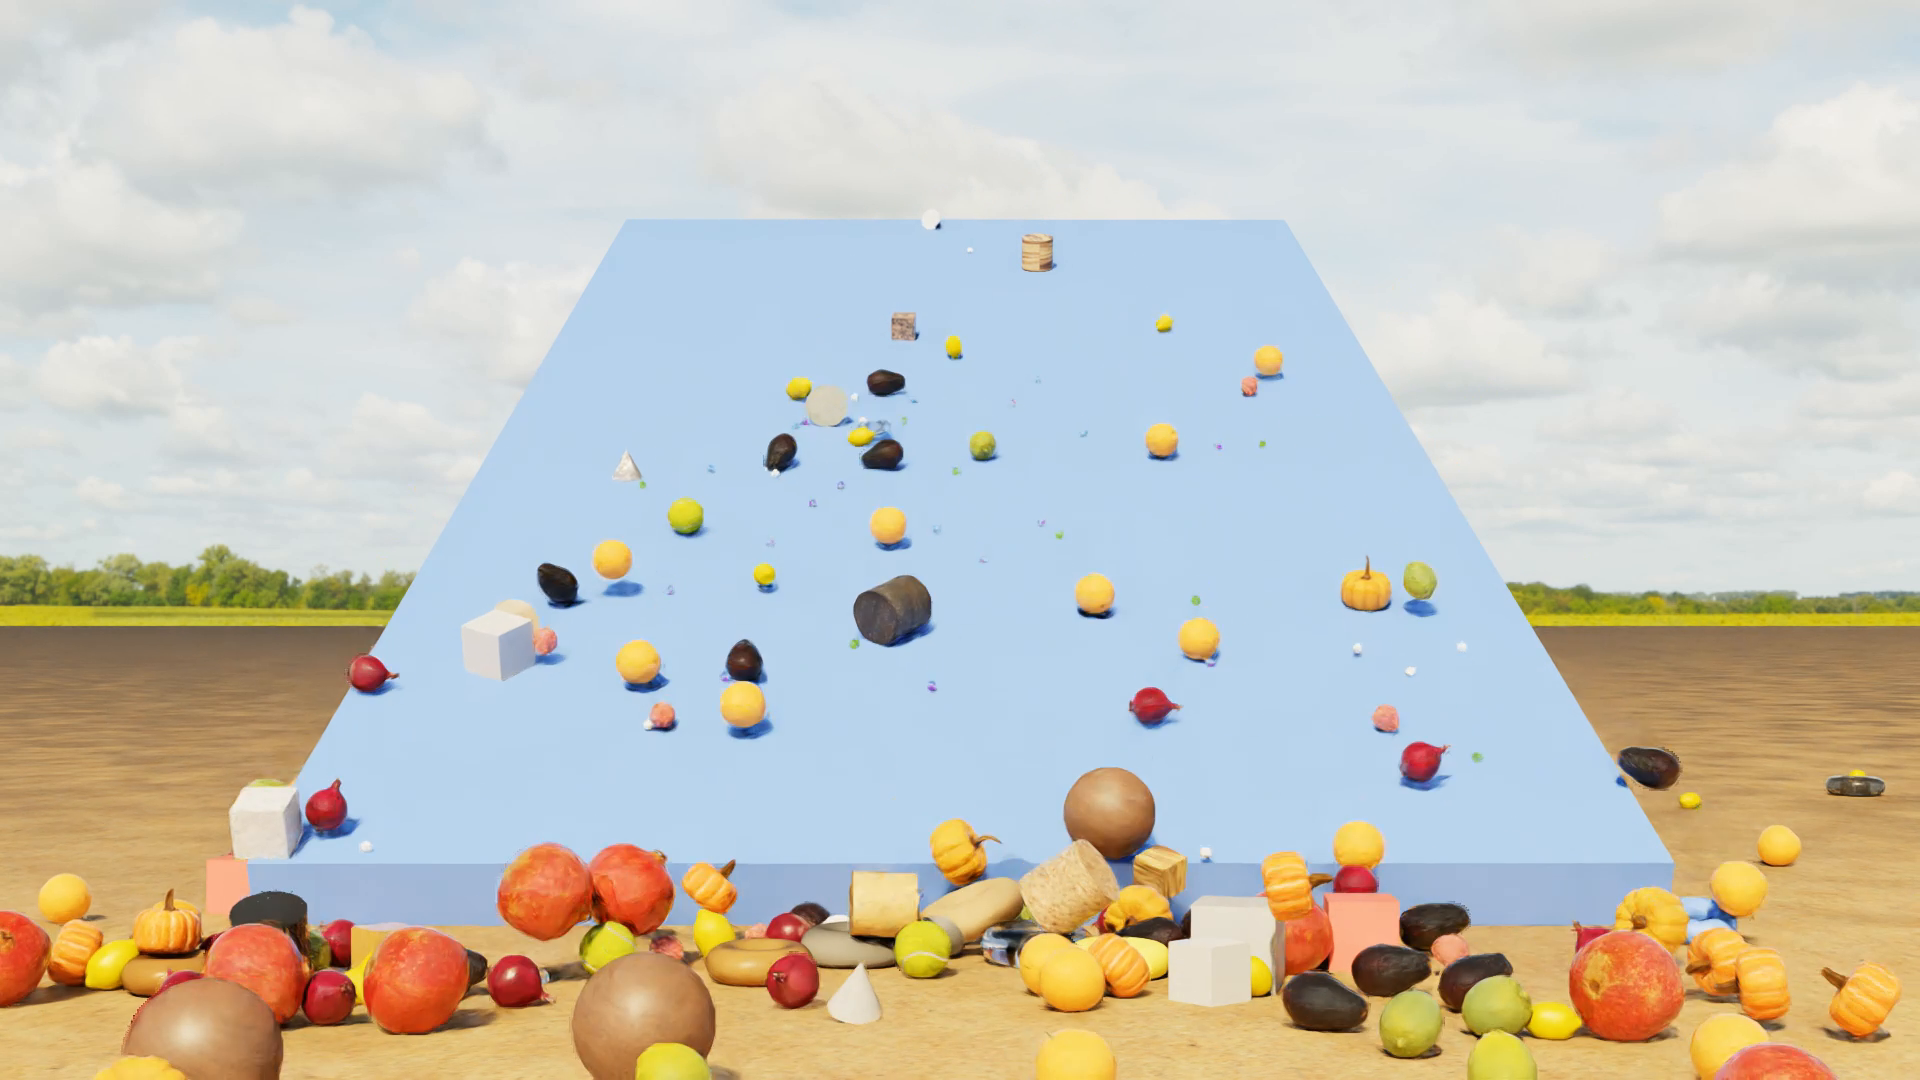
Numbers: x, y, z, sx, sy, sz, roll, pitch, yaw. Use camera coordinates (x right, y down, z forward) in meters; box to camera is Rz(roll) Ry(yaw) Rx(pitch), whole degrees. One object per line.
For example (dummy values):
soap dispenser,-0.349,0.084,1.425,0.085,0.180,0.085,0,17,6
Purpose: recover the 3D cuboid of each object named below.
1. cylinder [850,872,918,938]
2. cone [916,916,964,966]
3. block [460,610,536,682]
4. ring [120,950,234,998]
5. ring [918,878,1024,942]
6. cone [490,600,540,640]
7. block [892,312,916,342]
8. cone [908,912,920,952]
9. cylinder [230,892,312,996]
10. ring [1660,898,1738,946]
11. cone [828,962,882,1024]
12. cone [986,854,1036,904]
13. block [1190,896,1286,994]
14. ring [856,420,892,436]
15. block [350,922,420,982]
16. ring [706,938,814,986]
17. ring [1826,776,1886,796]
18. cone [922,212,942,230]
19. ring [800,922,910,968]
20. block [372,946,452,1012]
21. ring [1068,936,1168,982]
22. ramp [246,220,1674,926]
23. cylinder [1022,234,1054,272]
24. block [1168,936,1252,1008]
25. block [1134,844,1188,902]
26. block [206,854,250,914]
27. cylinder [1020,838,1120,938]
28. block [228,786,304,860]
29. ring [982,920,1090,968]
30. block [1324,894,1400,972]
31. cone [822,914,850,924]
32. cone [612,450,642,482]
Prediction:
cylinder,-0.095,0.452,2.827,0.079,0.079,0.079,0,-2,-8
cone,-0.035,0.520,2.887,0.064,0.064,0.064,-1,24,20
block,-0.769,0.176,3.799,0.083,0.083,0.083,13,24,30
ring,-0.911,0.506,2.660,0.128,0.043,0.128,-1,-3,0
ring,0.014,0.486,2.975,0.149,0.050,0.149,-22,2,1
cone,-0.761,0.151,3.923,0.092,0.092,0.092,0,-6,0
block,-0.140,-0.532,5.689,0.058,0.058,0.058,1,21,3
cone,-0.066,0.503,3.011,0.072,0.072,0.072,0,-2,0
cylinder,-0.801,0.469,2.650,0.087,0.087,0.087,3,23,-1
ring,0.994,0.513,3.070,0.102,0.034,0.102,-3,18,1
cone,-0.110,0.480,2.456,0.060,0.060,0.060,7,22,-3
cone,0.071,0.451,3.136,0.078,0.078,0.078,0,24,-3
block,0.330,0.478,2.698,0.100,0.100,0.100,-1,-2,14
ring,-0.187,-0.243,4.955,0.080,0.027,0.080,-11,7,2
block,-0.698,0.500,2.771,0.060,0.060,0.060,2,-3,-42
ring,-0.241,0.508,2.745,0.130,0.043,0.130,0,-1,0
ring,2.211,0.607,5.631,0.139,0.046,0.139,1,-3,0
cone,-0.073,-0.952,6.831,0.062,0.062,0.062,-1,4,35
ring,-0.132,0.511,2.881,0.139,0.046,0.139,0,-2,0
block,-0.616,0.493,2.563,0.061,0.061,0.061,-2,-3,37
ring,0.194,0.510,2.778,0.127,0.042,0.127,1,-3,0
ramp,-0.006,-0.214,5.079,2.000,0.100,4.000,0,21,0
cylinder,0.216,-0.799,6.348,0.088,0.088,0.088,0,21,0
block,0.285,0.491,2.598,0.066,0.066,0.066,2,-3,-41
block,0.274,0.456,3.120,0.051,0.051,0.051,21,30,40
block,-1.063,0.512,3.389,0.080,0.080,0.080,0,-2,9
cylinder,0.136,0.431,2.822,0.089,0.089,0.089,-36,-13,16
block,-0.980,0.400,3.221,0.076,0.076,0.076,0,21,0
ring,0.098,0.511,2.882,0.143,0.048,0.143,1,-1,0
block,0.501,0.490,2.854,0.086,0.086,0.086,0,-2,5
cone,-0.158,0.525,2.979,0.055,0.055,0.055,0,-29,-6
cone,-0.688,-0.160,4.704,0.064,0.064,0.064,0,21,0
